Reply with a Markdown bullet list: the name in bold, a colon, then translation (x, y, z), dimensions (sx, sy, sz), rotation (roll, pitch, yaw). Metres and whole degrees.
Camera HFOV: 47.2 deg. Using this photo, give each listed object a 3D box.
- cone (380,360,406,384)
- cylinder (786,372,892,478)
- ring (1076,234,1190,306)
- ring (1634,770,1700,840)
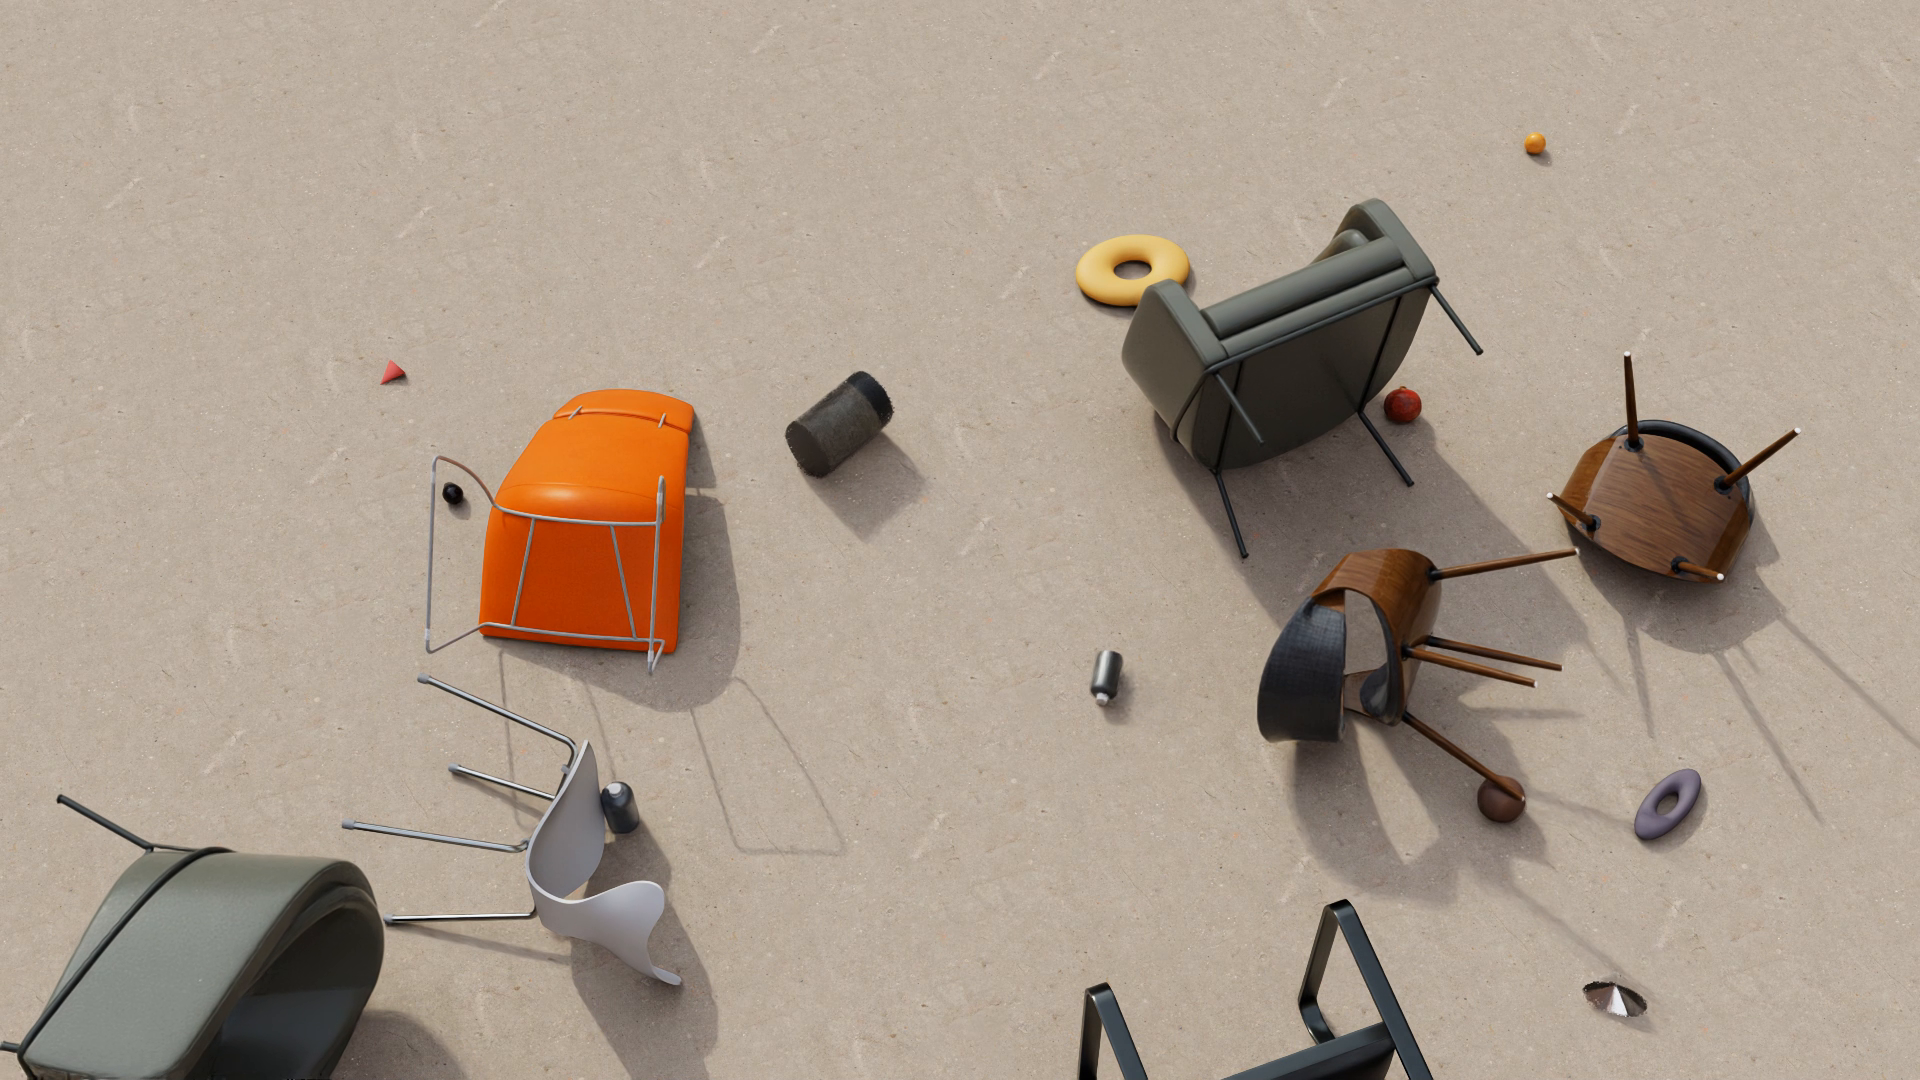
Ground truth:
- **cone**: translation (-1.794, -0.516, 6.907), dimensions (0.075, 0.047, 0.081), rotation (37, 80, 27)
- **cylinder**: translation (-0.366, -0.351, 6.670), dimensions (0.182, 0.235, 0.274), rotation (44, 66, 11)
- **ring**: translation (0.559, -0.875, 7.123), dimensions (0.380, 0.064, 0.282), rotation (-12, 58, -9)
- **ring**: translation (1.950, 0.727, 6.057), dimensions (0.114, 0.050, 0.280), rotation (39, 64, 22)
